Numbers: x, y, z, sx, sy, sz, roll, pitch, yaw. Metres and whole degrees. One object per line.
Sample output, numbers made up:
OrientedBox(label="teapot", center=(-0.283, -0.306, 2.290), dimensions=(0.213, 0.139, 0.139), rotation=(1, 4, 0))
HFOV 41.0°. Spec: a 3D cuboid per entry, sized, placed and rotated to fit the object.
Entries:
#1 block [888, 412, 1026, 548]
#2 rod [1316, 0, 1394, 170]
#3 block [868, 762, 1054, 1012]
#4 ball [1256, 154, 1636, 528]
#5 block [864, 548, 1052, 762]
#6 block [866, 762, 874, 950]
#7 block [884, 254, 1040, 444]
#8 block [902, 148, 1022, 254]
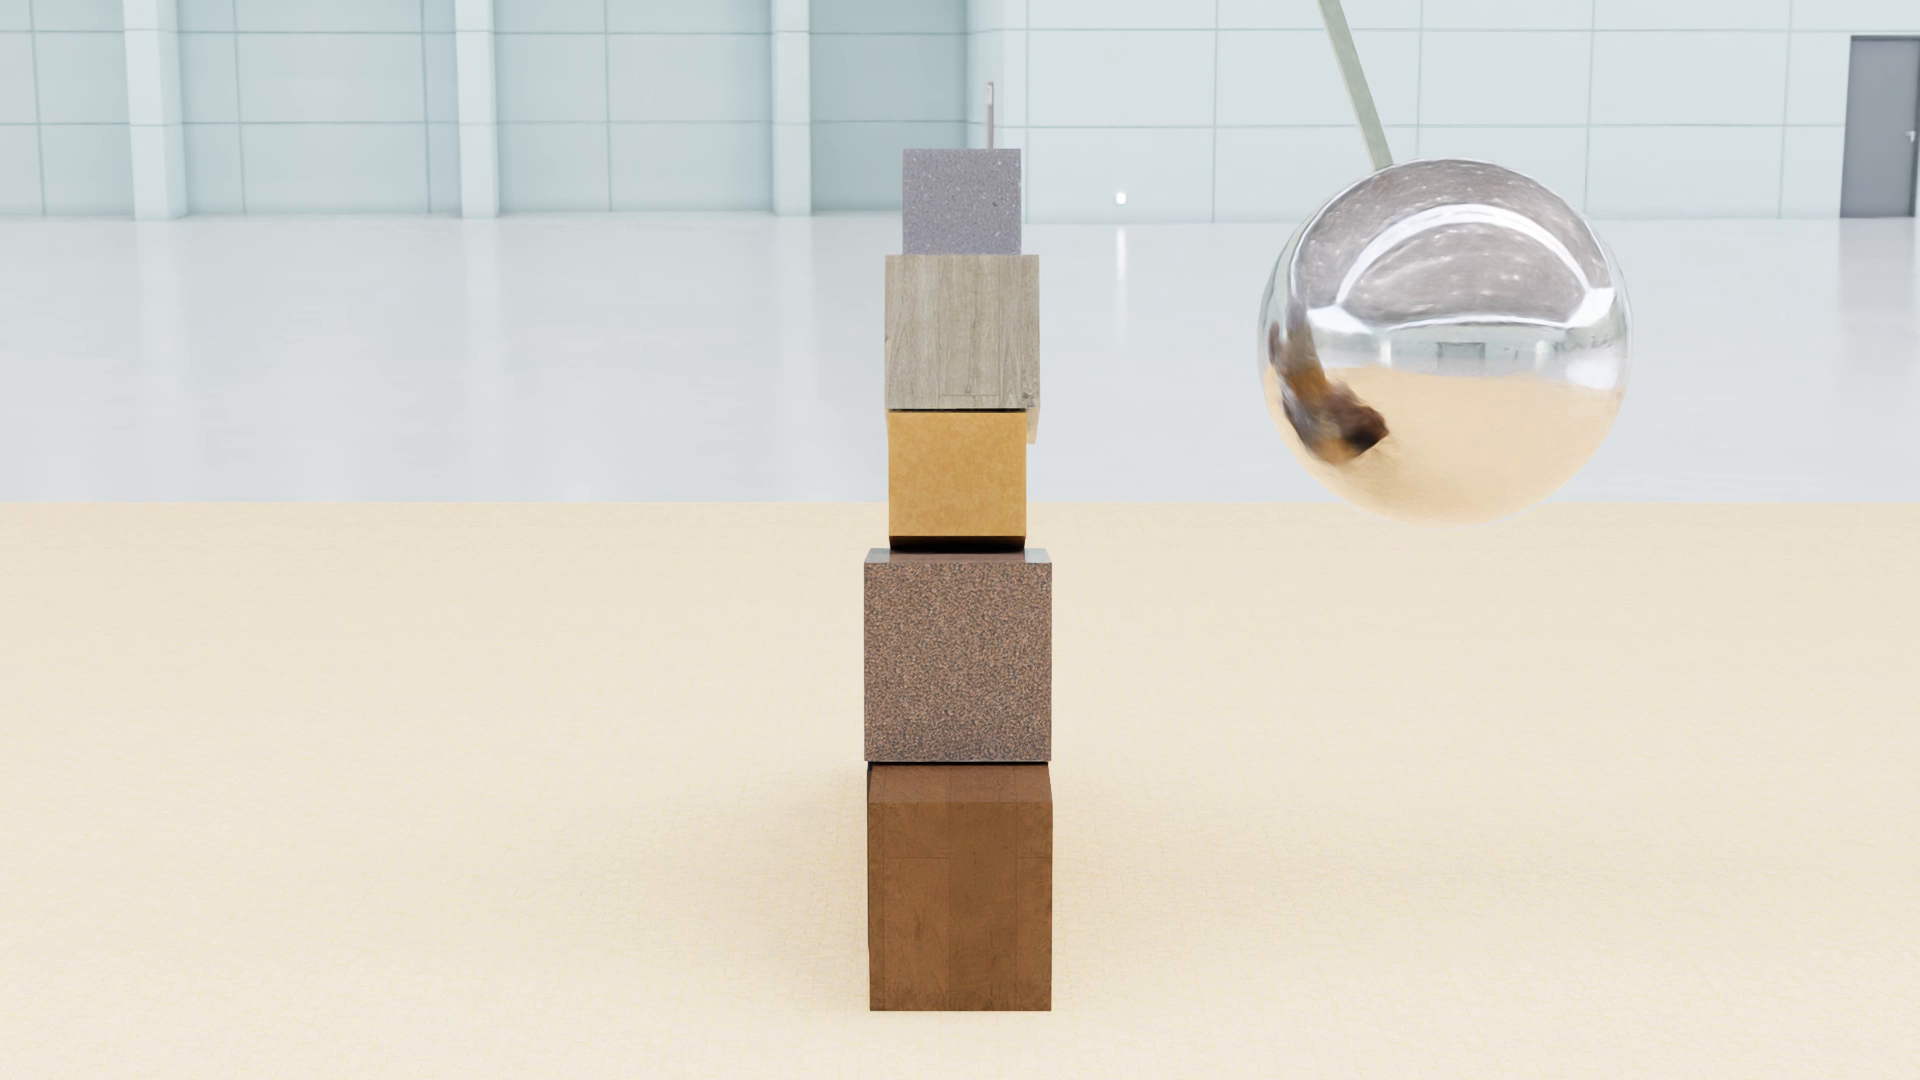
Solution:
OrientedBox(label="block", center=(-0.012, -0.230, 10.775), dimensions=(0.565, 0.511, 0.542), rotation=(0, -9, 0))
OrientedBox(label="rod", center=(0.899, -3.987, 10.456), dimensions=(0.080, 5.200, 0.080), rotation=(-20, 10, 4))
OrientedBox(label="block", center=(0.002, 1.324, 9.990), dimensions=(0.691, 0.821, 0.674), rotation=(0, 10, 0))
OrientedBox(label="ball", center=(2.074, -0.848, 11.026), dimensions=(1.600, 1.600, 1.600), rotation=(0, 10, 0))
OrientedBox(label="block", center=(-0.009, 0.453, 10.450), dimensions=(0.738, 0.784, 0.785), rotation=(0, 4, 0))
OrientedBox(label="block", center=(-0.017, 1.233, 10.685), dimensions=(0.715, 0.752, 0.706), rotation=(0, 10, 0))
OrientedBox(label="block", center=(0.008, -0.804, 10.955), dimensions=(0.643, 0.657, 0.652), rotation=(0, -11, 0))
OrientedBox(label="block", center=(0.007, -1.362, 11.234), dimensions=(0.507, 0.545, 0.531), rotation=(0, -11, 0))
